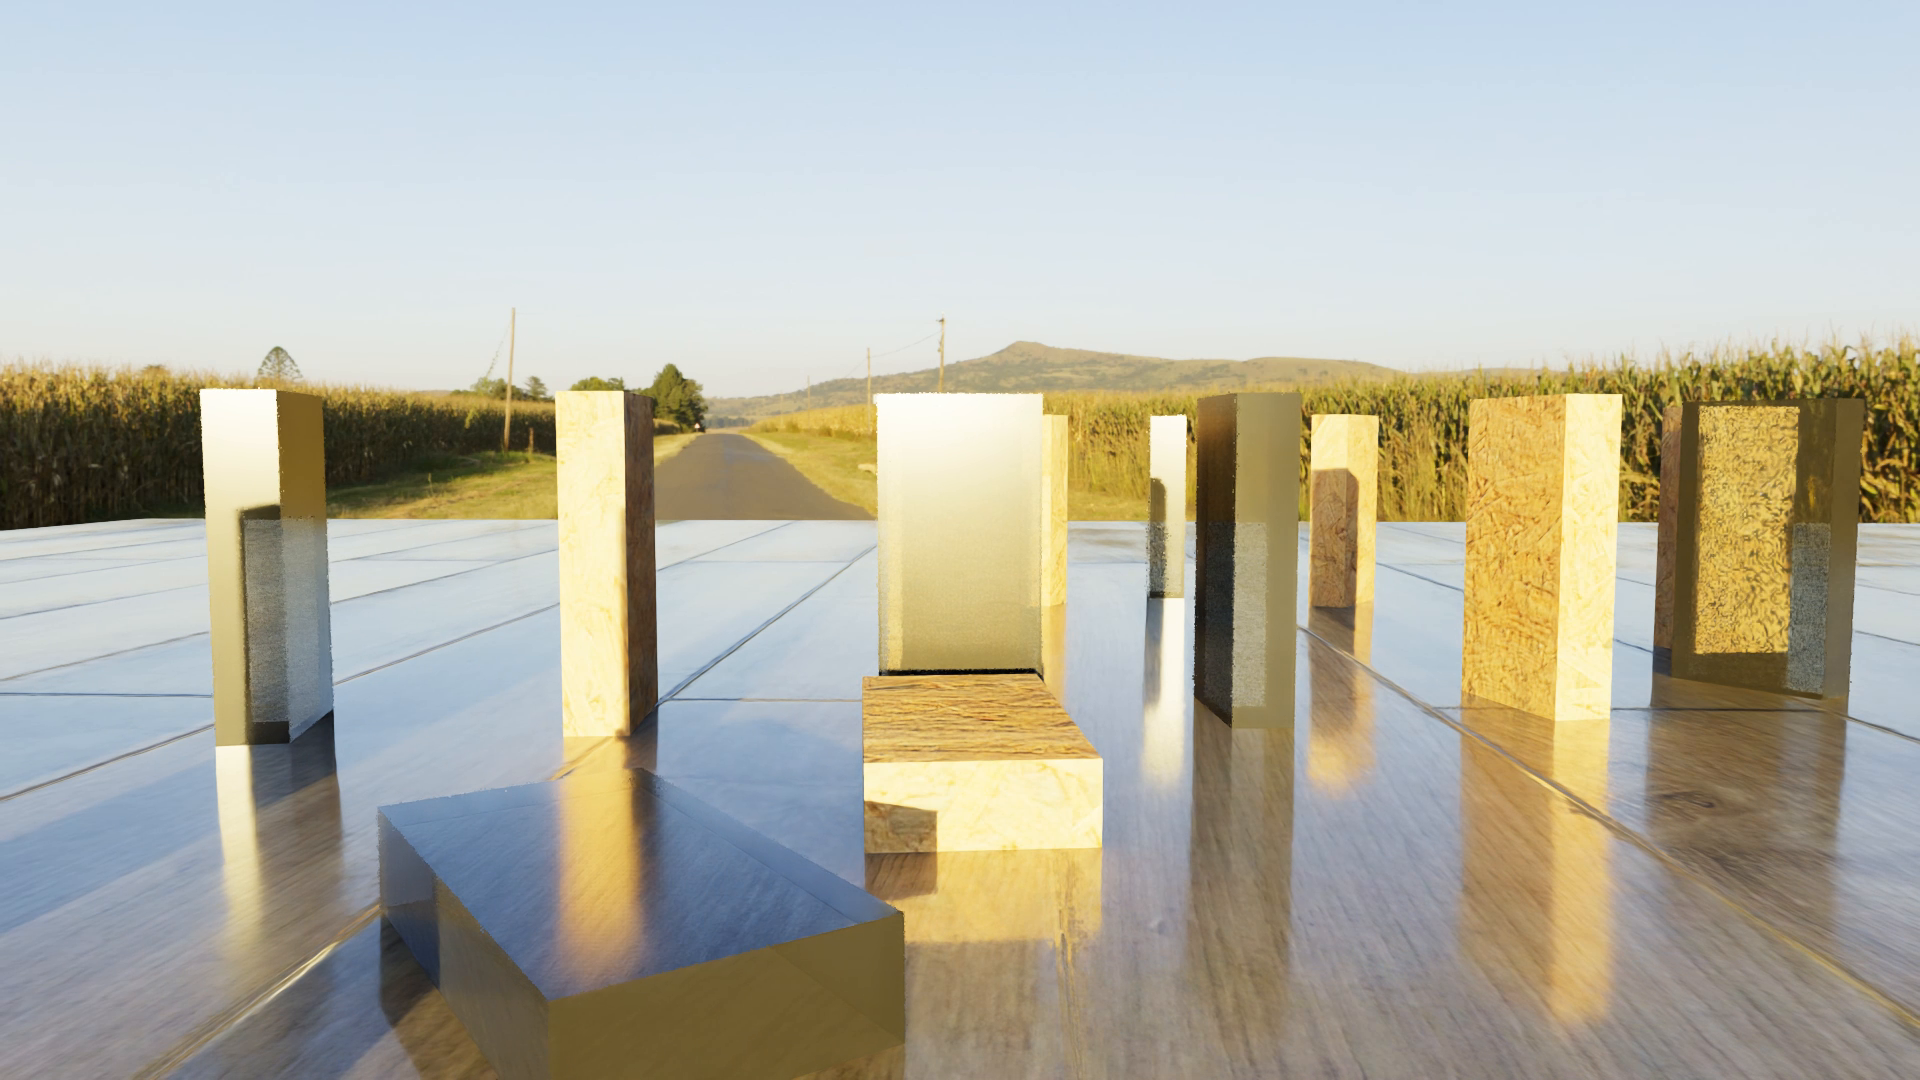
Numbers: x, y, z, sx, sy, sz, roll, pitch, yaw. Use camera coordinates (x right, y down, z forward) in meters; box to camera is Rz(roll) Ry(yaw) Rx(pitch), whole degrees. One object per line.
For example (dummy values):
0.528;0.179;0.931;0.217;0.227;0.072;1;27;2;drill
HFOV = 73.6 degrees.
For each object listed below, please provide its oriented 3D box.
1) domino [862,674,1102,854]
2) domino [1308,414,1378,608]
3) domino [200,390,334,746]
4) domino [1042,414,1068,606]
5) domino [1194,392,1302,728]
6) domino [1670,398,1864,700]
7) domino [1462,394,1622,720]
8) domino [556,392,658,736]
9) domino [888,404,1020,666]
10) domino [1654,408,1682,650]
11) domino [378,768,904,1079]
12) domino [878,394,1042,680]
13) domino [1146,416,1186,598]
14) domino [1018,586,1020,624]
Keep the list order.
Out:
0.001;0.026;0.159;0.025;0.010;0.050;0;4;-5;domino
0.103;-0.008;0.344;0.010;0.050;0.025;3;5;35;domino
-0.103;0.003;0.192;0.010;0.050;0.025;-1;4;-13;domino
0.016;-0.008;0.346;0.025;0.050;0.010;3;5;31;domino
0.045;0.002;0.203;0.010;0.050;0.025;0;4;-3;domino
0.140;0.001;0.224;0.010;0.050;0.025;-3;5;-32;domino
0.094;0.002;0.209;0.009;0.050;0.025;-1;4;-11;domino
-0.054;0.003;0.198;0.009;0.050;0.025;0;4;-4;domino
-0.001;-0.001;0.250;0.025;0.050;0.009;0;4;-1;domino
0.160;-0.002;0.267;0.025;0.050;0.009;0;4;-6;domino
-0.029;0.030;0.104;0.025;0.010;0.050;-3;5;-35;domino
0.000;0.002;0.201;0.025;0.050;0.009;0;4;0;domino
0.058;-0.010;0.364;0.010;0.050;0.025;1;4;7;domino
0.001;-0.005;0.299;0.025;0.050;0.009;1;4;9;domino
